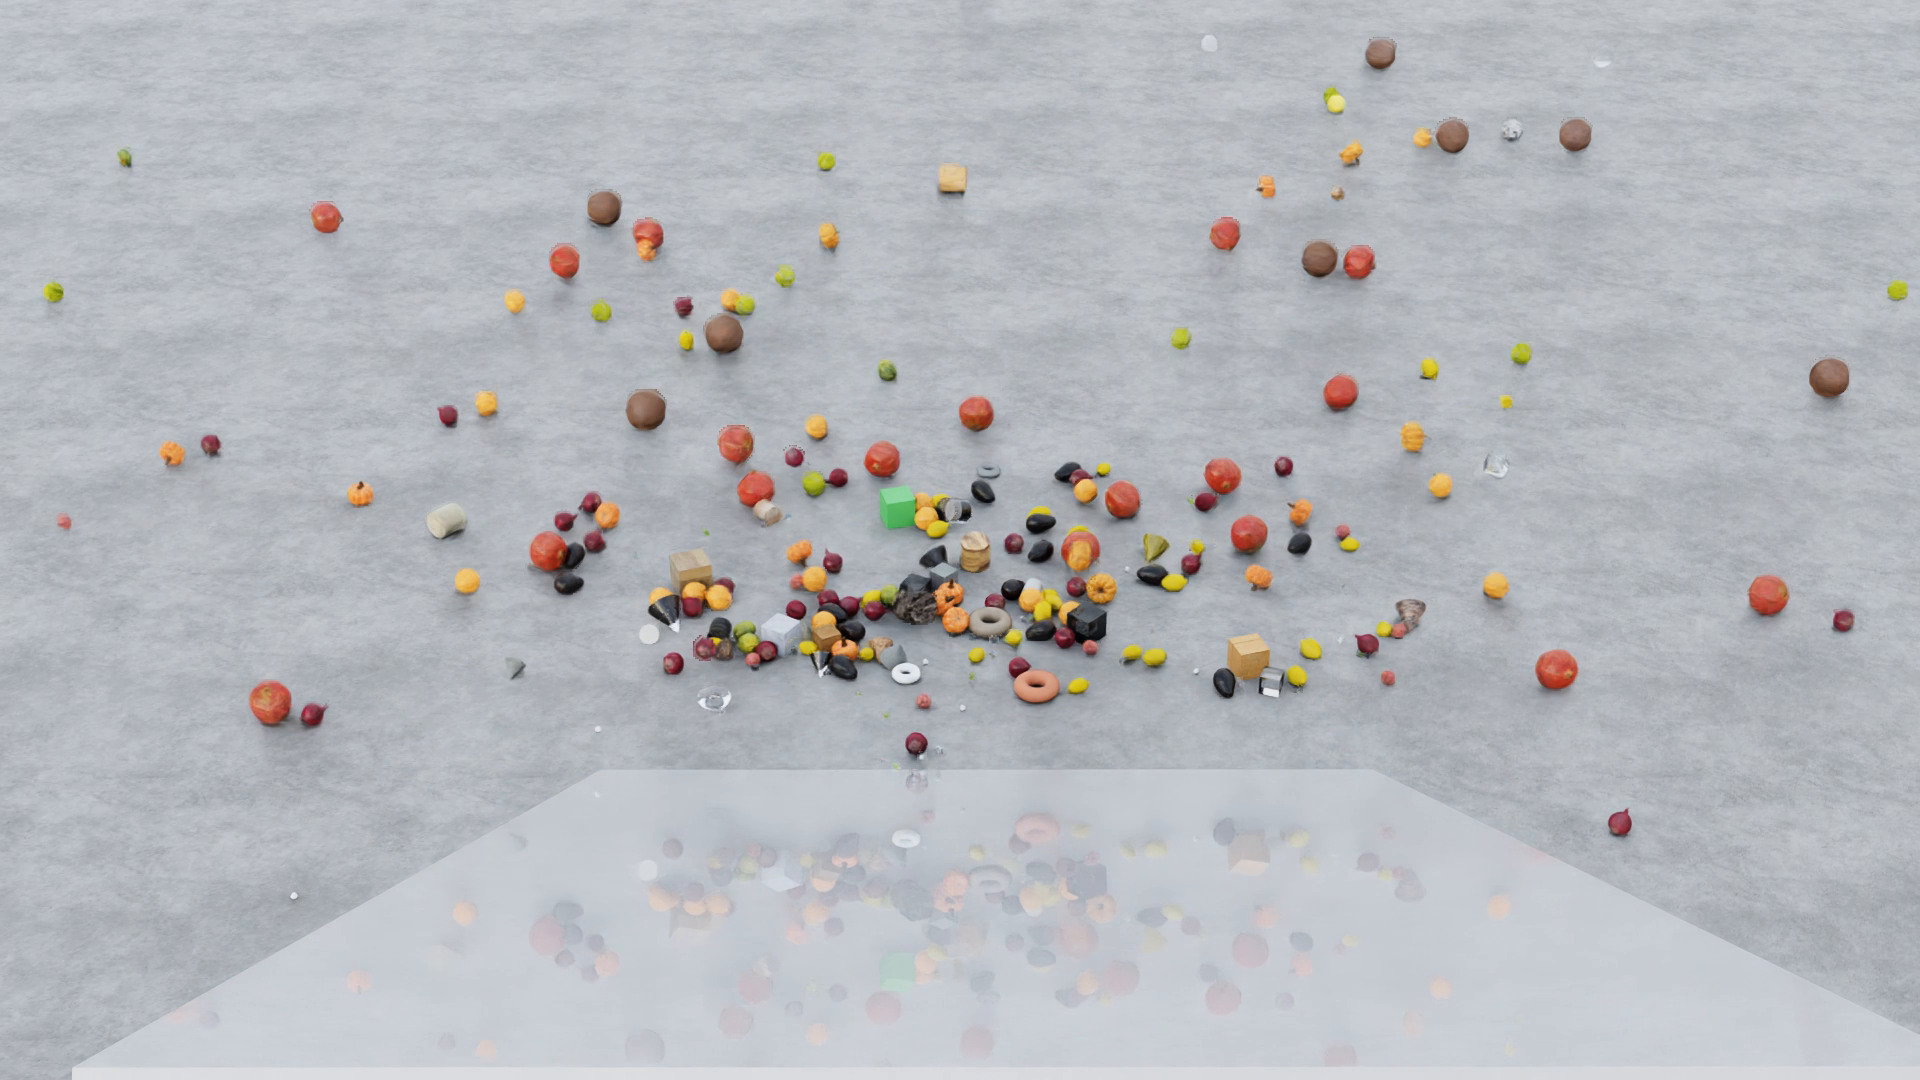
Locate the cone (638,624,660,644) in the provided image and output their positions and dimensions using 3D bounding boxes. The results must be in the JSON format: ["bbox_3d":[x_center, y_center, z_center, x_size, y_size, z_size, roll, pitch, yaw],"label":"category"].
[{"bbox_3d":[-0.880,0.265,7.378,0.059,0.059,0.059,3,5,5],"label":"cone"}]

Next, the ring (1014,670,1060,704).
[{"bbox_3d":[0.212,0.403,7.141,0.128,0.043,0.128,-1,32,1],"label":"ring"}]

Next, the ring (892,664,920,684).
[{"bbox_3d":[-0.150,0.371,7.207,0.081,0.027,0.081,-1,33,1],"label":"ring"}]

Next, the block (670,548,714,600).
[{"bbox_3d":[-0.786,0.099,7.578,0.099,0.099,0.099,-12,34,-18],"label":"block"}]

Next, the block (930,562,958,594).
[{"bbox_3d":[-0.048,0.113,7.593,0.060,0.060,0.060,26,40,35],"label":"block"}]

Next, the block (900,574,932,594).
[{"bbox_3d":[-0.128,0.149,7.528,0.067,0.067,0.067,17,35,25],"label":"block"}]

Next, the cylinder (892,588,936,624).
[{"bbox_3d":[-0.130,0.189,7.413,0.092,0.092,0.092,-22,16,-31],"label":"cylinder"}]

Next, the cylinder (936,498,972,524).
[{"bbox_3d":[-0.019,-0.090,7.881,0.077,0.077,0.077,29,16,38],"label":"cylinder"}]

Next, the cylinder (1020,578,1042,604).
[{"bbox_3d":[0.209,0.147,7.544,0.053,0.053,0.053,9,33,14],"label":"cylinder"}]

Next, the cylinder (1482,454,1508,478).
[{"bbox_3d":[1.686,-0.234,8.154,0.060,0.060,0.060,19,37,28],"label":"cylinder"}]

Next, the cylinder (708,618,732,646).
[{"bbox_3d":[-0.682,0.261,7.353,0.060,0.060,0.060,3,32,4],"label":"cylinder"}]

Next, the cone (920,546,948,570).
[{"bbox_3d":[-0.057,0.078,7.667,0.090,0.090,0.090,-20,64,-29],"label":"cone"}]

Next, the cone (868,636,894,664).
[{"bbox_3d":[-0.223,0.322,7.281,0.072,0.072,0.072,0,58,-1],"label":"cone"}]

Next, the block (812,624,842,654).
[{"bbox_3d":[-0.376,0.283,7.317,0.061,0.061,0.061,-17,35,-25],"label":"block"}]

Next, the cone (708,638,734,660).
[{"bbox_3d":[-0.681,0.316,7.294,0.065,0.065,0.065,-19,26,21],"label":"cone"}]

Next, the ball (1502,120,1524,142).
[{"bbox_3d":[2.220,-1.646,10.415,0.084,0.084,0.084,0,32,0],"label":"ball"}]

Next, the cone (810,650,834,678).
[{"bbox_3d":[-0.388,0.355,7.229,0.067,0.067,0.067,1,58,1],"label":"cone"}]

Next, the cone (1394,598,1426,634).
[{"bbox_3d":[1.288,0.231,7.420,0.091,0.091,0.091,4,59,7],"label":"cone"}]

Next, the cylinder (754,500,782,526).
[{"bbox_3d":[-0.588,-0.085,7.912,0.060,0.060,0.060,-24,39,-33],"label":"cylinder"}]

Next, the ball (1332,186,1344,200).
[{"bbox_3d":[1.450,-1.329,9.934,0.051,0.051,0.051,0,32,0],"label":"ball"}]

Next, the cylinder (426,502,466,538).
[{"bbox_3d":[-1.555,-0.059,7.848,0.084,0.084,0.084,25,39,34],"label":"cylinder"}]

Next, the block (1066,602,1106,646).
[{"bbox_3d":[0.360,0.240,7.368,0.080,0.080,0.080,26,40,35],"label":"block"}]

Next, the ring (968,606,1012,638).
[{"bbox_3d":[0.085,0.236,7.410,0.130,0.043,0.130,1,32,-1],"label":"ring"}]

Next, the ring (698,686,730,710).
[{"bbox_3d":[-0.674,0.432,7.105,0.092,0.031,0.092,0,33,0],"label":"ring"}]

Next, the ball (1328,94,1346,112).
[{"bbox_3d":[1.550,-1.796,10.667,0.075,0.075,0.075,0,32,0],"label":"ball"}]

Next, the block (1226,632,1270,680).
[{"bbox_3d":[0.804,0.326,7.222,0.087,0.087,0.087,-10,33,-16],"label":"block"}]

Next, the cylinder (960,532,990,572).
[{"bbox_3d":[0.045,0.037,7.681,0.087,0.087,0.087,1,39,-1],"label":"cylinder"}]

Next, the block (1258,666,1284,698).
[{"bbox_3d":[0.860,0.390,7.148,0.056,0.056,0.056,11,33,17],"label":"block"}]

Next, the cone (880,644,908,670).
[{"bbox_3d":[-0.175,0.311,7.228,0.079,0.079,0.079,9,54,-13],"label":"cone"}]

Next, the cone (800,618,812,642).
[{"bbox_3d":[-0.449,0.248,7.371,0.064,0.064,0.064,0,32,0],"label":"cone"}]

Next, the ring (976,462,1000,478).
[{"bbox_3d":[0.089,-0.221,8.166,0.077,0.026,0.077,1,31,0],"label":"ring"}]

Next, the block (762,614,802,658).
[{"bbox_3d":[-0.504,0.269,7.321,0.080,0.080,0.080,19,36,27],"label":"block"}]

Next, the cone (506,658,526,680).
[{"bbox_3d":[-1.247,0.366,7.214,0.059,0.059,0.059,9,59,14],"label":"cone"}]

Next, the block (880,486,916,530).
[{"bbox_3d":[-0.191,-0.100,7.909,0.089,0.089,0.089,-9,33,-14],"label":"block"}]

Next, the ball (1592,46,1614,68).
[{"bbox_3d":[2.751,-2.071,11.095,0.092,0.092,0.092,0,32,0],"label":"ball"}]

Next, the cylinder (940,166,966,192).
[{"bbox_3d":[-0.027,-1.391,9.987,0.098,0.098,0.098,2,32,5],"label":"cylinder"}]

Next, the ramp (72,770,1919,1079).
[{"bbox_3d":[0.071,0.623,4.709,2.000,0.100,4.000,0,-1,0],"label":"ramp"}]

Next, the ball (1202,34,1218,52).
[{"bbox_3d":[1.083,-2.155,11.249,0.074,0.074,0.074,0,32,0],"label":"ball"}]

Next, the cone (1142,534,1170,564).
[{"bbox_3d":[0.571,0.039,7.734,0.083,0.083,0.083,12,61,19],"label":"cone"}]
